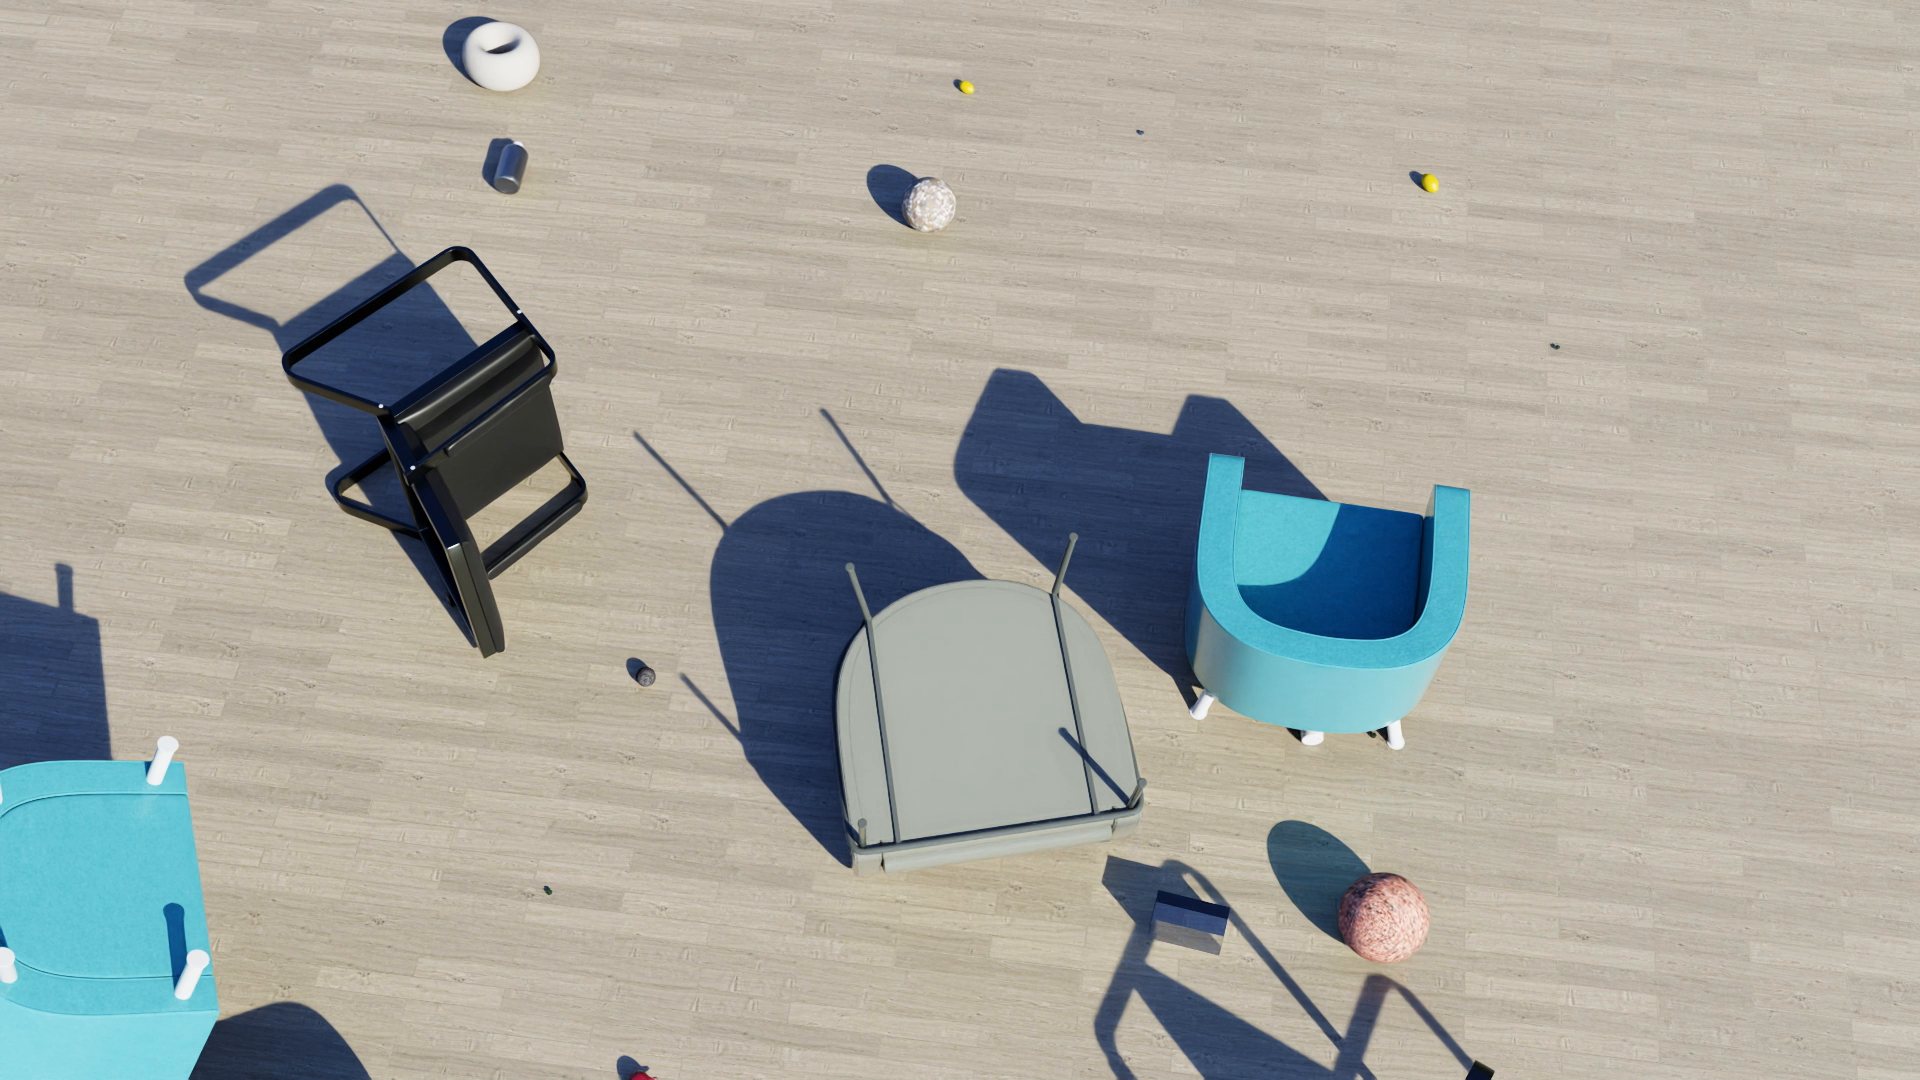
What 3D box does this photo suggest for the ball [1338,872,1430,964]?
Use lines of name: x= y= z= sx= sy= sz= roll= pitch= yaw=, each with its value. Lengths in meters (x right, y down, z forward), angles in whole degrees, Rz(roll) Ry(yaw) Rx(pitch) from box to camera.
ball: x=1.111 y=0.990 z=5.767 sx=0.237 sy=0.237 sz=0.237 roll=0 pitch=56 yaw=0

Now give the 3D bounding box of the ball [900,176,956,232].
ball: x=-0.102 y=-1.098 z=7.202 sx=0.182 sy=0.182 sz=0.182 roll=0 pitch=56 yaw=0

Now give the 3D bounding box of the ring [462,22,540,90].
ring: x=-1.588 y=-1.674 z=7.610 sx=0.284 sy=0.144 sz=0.259 roll=37 pitch=60 yaw=27

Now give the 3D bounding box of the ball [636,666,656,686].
ball: x=-0.897 y=0.390 z=6.278 sx=0.057 sy=0.057 sz=0.057 roll=0 pitch=56 yaw=0

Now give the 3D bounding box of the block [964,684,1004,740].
block: x=0.067 y=0.483 z=6.183 sx=0.069 sy=0.111 sz=0.094 roll=39 pitch=64 yaw=23

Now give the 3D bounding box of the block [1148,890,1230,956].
block: x=0.605 y=1.013 z=5.819 sx=0.194 sy=0.125 sz=0.085 roll=13 pitch=57 yaw=8

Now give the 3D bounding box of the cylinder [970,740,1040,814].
cylinder: x=0.125 y=0.651 z=6.064 sx=0.131 sy=0.120 sz=0.164 roll=-12 pitch=53 yaw=-37
